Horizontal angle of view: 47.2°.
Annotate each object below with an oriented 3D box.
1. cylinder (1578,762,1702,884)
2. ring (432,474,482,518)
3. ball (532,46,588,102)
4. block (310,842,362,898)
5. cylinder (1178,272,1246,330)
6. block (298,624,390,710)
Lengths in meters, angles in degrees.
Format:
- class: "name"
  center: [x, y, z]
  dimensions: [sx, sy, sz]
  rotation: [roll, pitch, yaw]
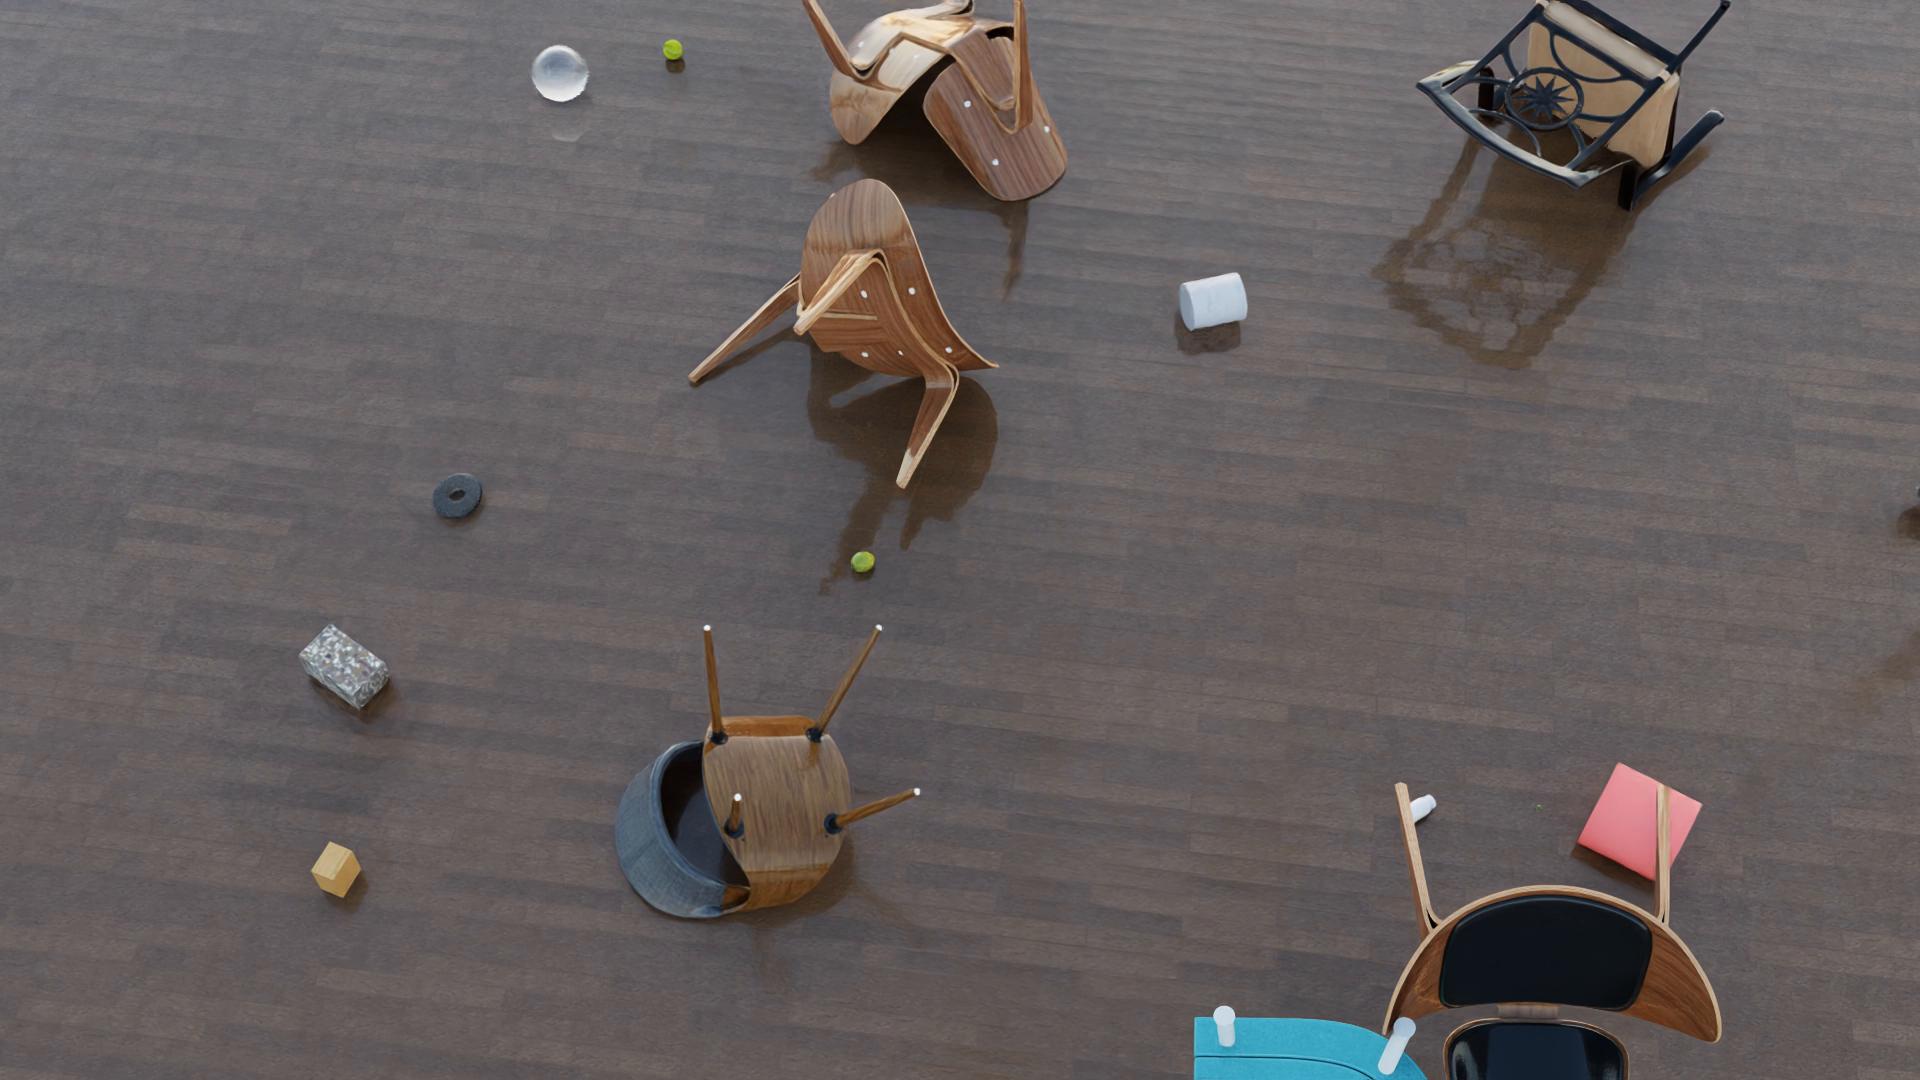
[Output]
- class: "cylinder"
  center: [1.846, 0.769, 5.973]
  dimensions: [0.241, 0.129, 0.252]
  rotation: [27, 76, 17]
- class: "ring"
  center: [-1.516, -0.134, 6.635]
  dimensions: [0.144, 0.049, 0.159]
  rotation: [21, 60, 14]
- class: "ball"
  center: [-1.371, -1.598, 7.533]
  dimensions: [0.188, 0.188, 0.188]
  rotation: [0, 56, 0]
- class: "block"
  center: [-1.677, 0.887, 5.912]
  dimensions: [0.069, 0.111, 0.094]
  rotation: [19, 58, 13]
- class: "cylinder"
  center: [0.803, -0.759, 6.990]
  dimensions: [0.175, 0.155, 0.150]
  rotation: [-12, 62, -8]
- class: "block"
  center: [-1.752, 0.362, 6.264]
  dimensions: [0.209, 0.099, 0.127]
  rotation: [33, 62, 16]
